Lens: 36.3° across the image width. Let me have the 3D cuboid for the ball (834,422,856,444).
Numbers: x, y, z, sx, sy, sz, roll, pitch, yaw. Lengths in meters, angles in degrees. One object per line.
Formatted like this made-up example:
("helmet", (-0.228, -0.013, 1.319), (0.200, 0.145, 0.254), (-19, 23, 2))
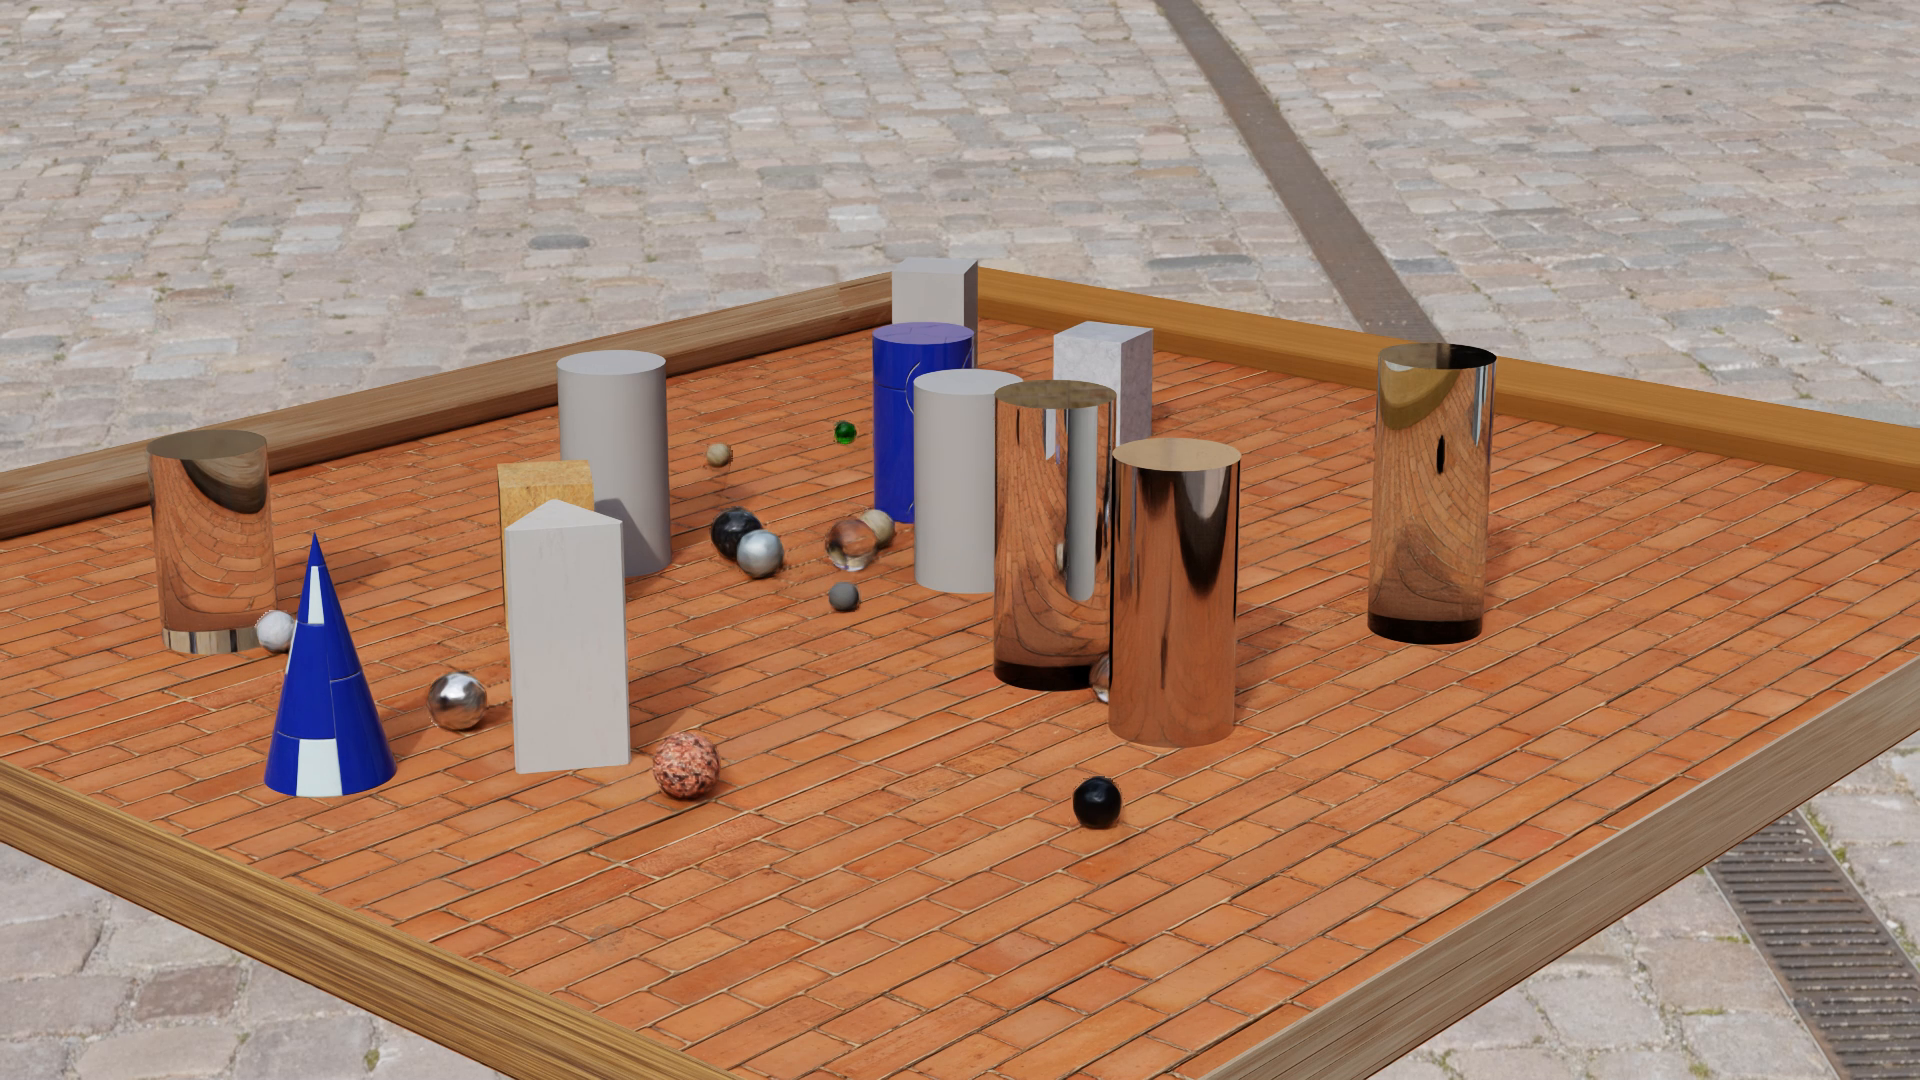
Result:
("ball", (-0.239, -0.224, 6.106), (0.046, 0.046, 0.046), (0, 17, 0))

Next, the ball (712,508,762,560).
("ball", (-0.404, -0.011, 5.317), (0.094, 0.094, 0.094), (0, 17, 0))

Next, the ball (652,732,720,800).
("ball", (-0.393, 0.324, 4.205), (0.096, 0.096, 0.096), (0, 17, 0))

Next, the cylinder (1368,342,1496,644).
("cylinder", (0.786, -0.078, 4.891), (0.193, 0.469, 0.193), (0, 17, 0))

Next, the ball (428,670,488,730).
("ball", (-0.767, 0.245, 4.476), (0.091, 0.091, 0.091), (0, 17, 0))

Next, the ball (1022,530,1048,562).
("ball", (0.129, 0.011, 5.268), (0.057, 0.057, 0.057), (0, 17, 0))

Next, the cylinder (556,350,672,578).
("cylinder", (-0.619, -0.138, 5.258), (0.193, 0.371, 0.193), (0, 17, 0))

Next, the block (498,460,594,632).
("block", (-0.701, 0.009, 4.979), (0.154, 0.252, 0.154), (-3, 17, -10))

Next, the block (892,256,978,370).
("block", (-0.053, -0.424, 6.274), (0.154, 0.333, 0.154), (3, 17, 11))

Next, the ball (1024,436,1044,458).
("ball", (0.149, -0.190, 6.001), (0.042, 0.042, 0.042), (0, 17, 0))

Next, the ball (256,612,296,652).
("ball", (-1.123, 0.151, 4.827), (0.068, 0.068, 0.068), (0, 17, 0))

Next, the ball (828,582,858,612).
("ball", (-0.200, 0.097, 5.034), (0.052, 0.052, 0.052), (0, 17, 0))

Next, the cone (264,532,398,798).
("cone", (-0.925, 0.164, 4.255), (0.193, 0.372, 0.193), (0, 17, 0))

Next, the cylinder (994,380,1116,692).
("cylinder", (0.150, -0.008, 4.673), (0.193, 0.461, 0.193), (0, 17, 0))

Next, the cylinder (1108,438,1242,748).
("cylinder", (0.324, 0.078, 4.438), (0.193, 0.432, 0.193), (0, 17, 0))

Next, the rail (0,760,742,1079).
("rail", (-1.114, 0.402, 3.892), (3.114, 0.125, 0.045), (14, 22, 39))

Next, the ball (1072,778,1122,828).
("ball", (0.192, 0.368, 4.104), (0.070, 0.070, 0.070), (0, 17, 0))

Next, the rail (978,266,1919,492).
("rail", (1.114, -0.339, 6.348), (3.114, 0.125, 0.045), (14, 22, 39))

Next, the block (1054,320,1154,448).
("block", (0.298, -0.320, 6.105), (0.154, 0.232, 0.154), (9, 19, 27))

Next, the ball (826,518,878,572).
("ball", (-0.194, 0.009, 5.253), (0.094, 0.094, 0.094), (0, 17, 0))

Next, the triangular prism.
("triangular prism", (-0.587, 0.138, 4.341), (0.167, 0.373, 0.145), (-4, 17, -13))

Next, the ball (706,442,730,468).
("ball", (-0.489, -0.172, 5.925), (0.050, 0.050, 0.050), (0, 17, 0))

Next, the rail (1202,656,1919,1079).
("rail", (1.158, 0.322, 4.158), (0.045, 0.125, 3.445), (14, 22, 39))

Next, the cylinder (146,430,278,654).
("cylinder", (-1.238, 0.002, 4.865), (0.193, 0.332, 0.193), (0, 17, 0))

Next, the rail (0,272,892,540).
("rail", (-1.158, -0.259, 6.083), (0.045, 0.125, 3.445), (14, 22, 39))

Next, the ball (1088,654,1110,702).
("ball", (0.241, 0.217, 4.591), (0.078, 0.078, 0.078), (0, 17, 0))

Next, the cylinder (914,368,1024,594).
("cylinder", (0.015, -0.105, 5.173), (0.193, 0.358, 0.193), (0, 17, 0))

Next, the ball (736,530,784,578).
("ball", (-0.356, 0.024, 5.218), (0.085, 0.085, 0.085), (0, 17, 0))

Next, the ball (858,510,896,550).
("ball", (-0.156, -0.019, 5.382), (0.073, 0.073, 0.073), (0, 17, 0))

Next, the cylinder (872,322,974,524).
("cylinder", (-0.070, -0.225, 5.587), (0.193, 0.347, 0.193), (0, 17, 0))

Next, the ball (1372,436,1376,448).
("ball", (0.877, -0.193, 5.949), (0.077, 0.077, 0.077), (0, 17, 0))
